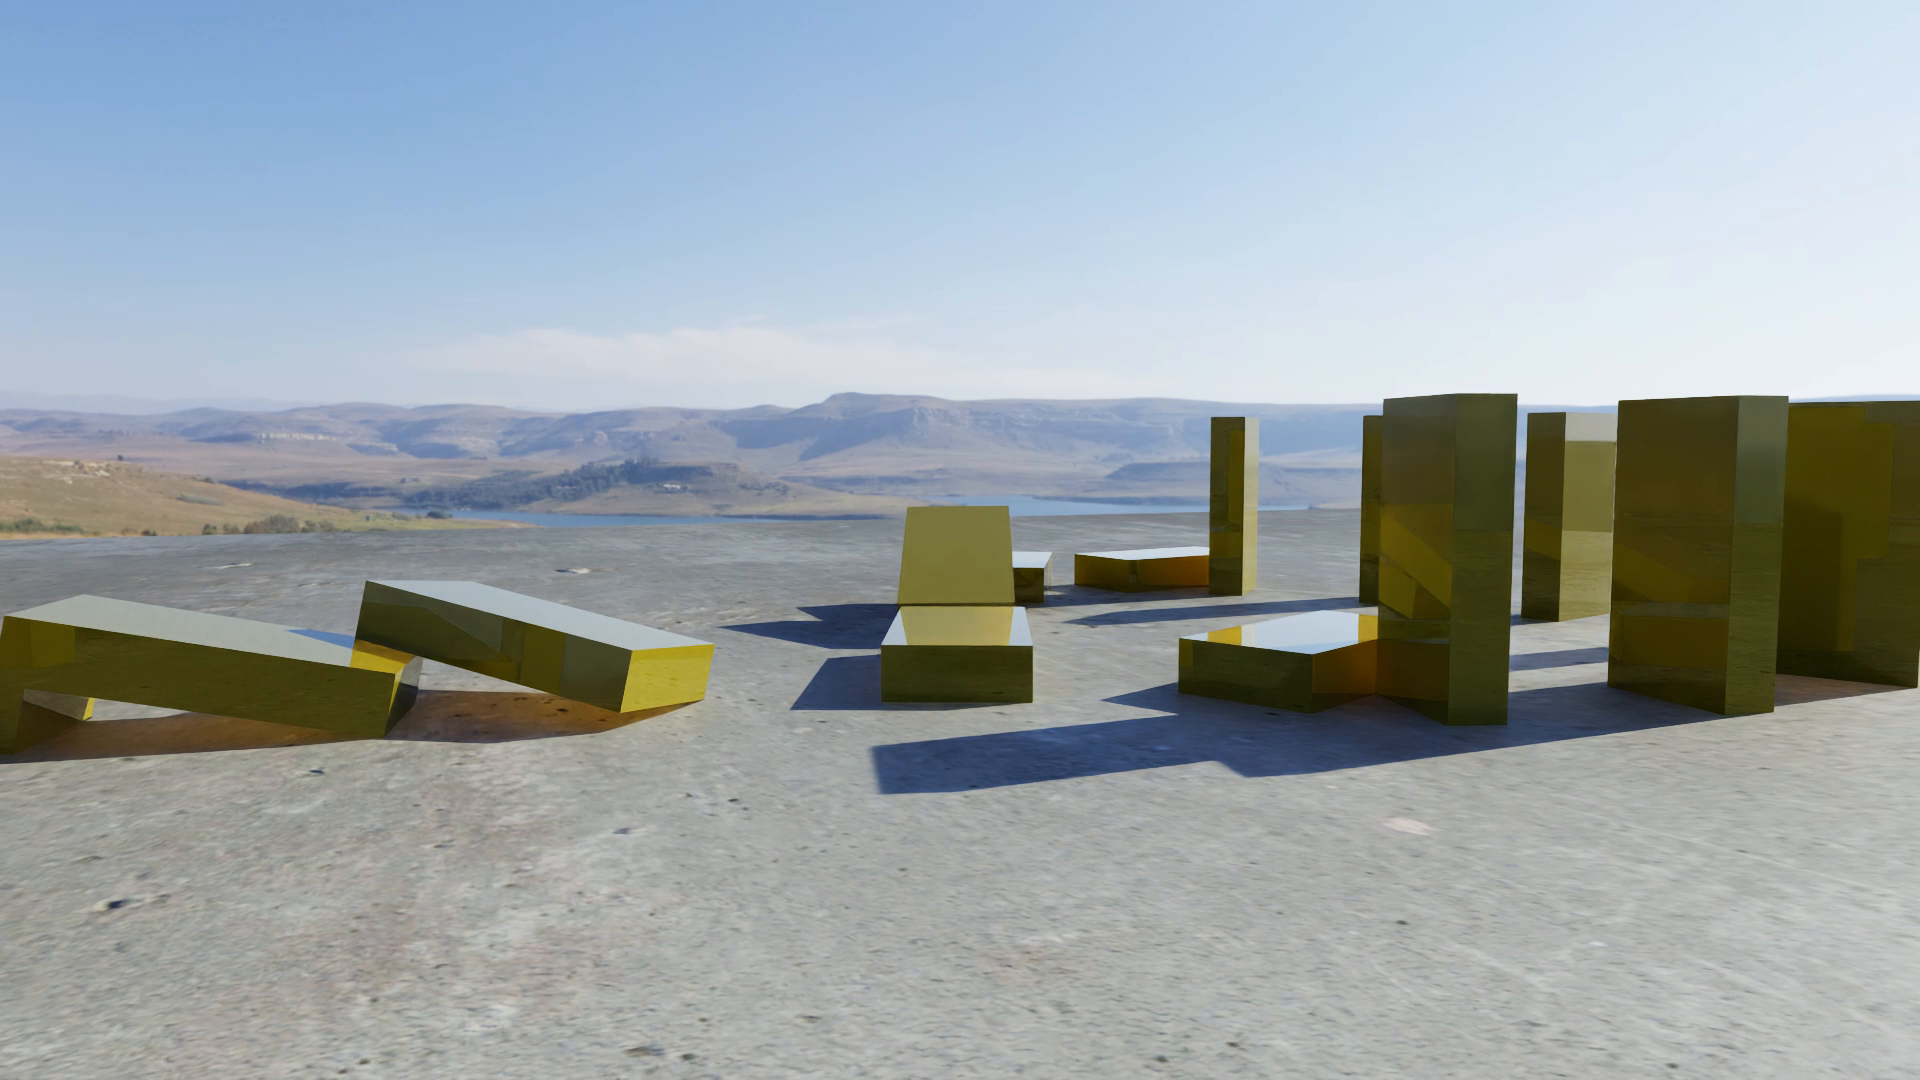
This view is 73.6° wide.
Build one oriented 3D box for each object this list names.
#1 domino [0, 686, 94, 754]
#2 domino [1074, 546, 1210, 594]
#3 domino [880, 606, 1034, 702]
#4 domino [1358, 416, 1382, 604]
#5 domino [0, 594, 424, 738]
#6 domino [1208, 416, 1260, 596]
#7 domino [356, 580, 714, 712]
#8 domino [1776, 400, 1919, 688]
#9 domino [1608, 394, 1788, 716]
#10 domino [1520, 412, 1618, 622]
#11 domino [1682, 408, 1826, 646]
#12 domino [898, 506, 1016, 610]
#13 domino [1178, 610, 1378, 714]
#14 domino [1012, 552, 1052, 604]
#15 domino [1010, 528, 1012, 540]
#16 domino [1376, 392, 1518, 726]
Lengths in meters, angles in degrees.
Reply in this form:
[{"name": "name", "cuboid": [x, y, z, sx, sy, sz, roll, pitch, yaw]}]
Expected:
[{"name": "domino", "cuboid": [-0.155, 0.019, 0.182, 0.050, 0.009, 0.025, 11, 2, -14]}, {"name": "domino", "cuboid": [0.062, 0.009, 0.390, 0.050, 0.010, 0.025, -3, 5, -33]}, {"name": "domino", "cuboid": [0.000, 0.020, 0.236, 0.025, 0.010, 0.050, 0, 4, 1]}, {"name": "domino", "cuboid": [0.118, -0.009, 0.349, 0.009, 0.050, 0.025, 3, 5, 39]}, {"name": "domino", "cuboid": [-0.109, 0.019, 0.192, 0.050, 0.009, 0.025, 11, 2, -14]}, {"name": "domino", "cuboid": [0.079, -0.010, 0.371, 0.010, 0.050, 0.025, 2, 5, 22]}, {"name": "domino", "cuboid": [-0.069, 0.017, 0.209, 0.050, 0.009, 0.025, 12, 2, 18]}, {"name": "domino", "cuboid": [0.161, 0.000, 0.234, 0.025, 0.050, 0.009, 4, 6, 42]}, {"name": "domino", "cuboid": [0.121, 0.002, 0.213, 0.010, 0.050, 0.025, -1, 4, -14]}, {"name": "domino", "cuboid": [0.150, -0.006, 0.316, 0.025, 0.050, 0.010, -3, 5, -37]}, {"name": "domino", "cuboid": [0.171, -0.003, 0.276, 0.025, 0.050, 0.010, -1, 4, -14]}, {"name": "domino", "cuboid": [-0.001, 0.007, 0.296, 0.025, 0.009, 0.050, 0, 26, 1]}, {"name": "domino", "cuboid": [0.064, 0.021, 0.229, 0.025, 0.010, 0.050, 4, 6, 44]}, {"name": "domino", "cuboid": [0.013, 0.010, 0.369, 0.025, 0.010, 0.050, 0, 4, 7]}, {"name": "domino", "cuboid": [0.001, 0.008, 0.323, 0.025, 0.010, 0.050, 0, 17, 2]}, {"name": "domino", "cuboid": [0.077, 0.002, 0.205, 0.009, 0.050, 0.025, 0, 4, -6]}]
